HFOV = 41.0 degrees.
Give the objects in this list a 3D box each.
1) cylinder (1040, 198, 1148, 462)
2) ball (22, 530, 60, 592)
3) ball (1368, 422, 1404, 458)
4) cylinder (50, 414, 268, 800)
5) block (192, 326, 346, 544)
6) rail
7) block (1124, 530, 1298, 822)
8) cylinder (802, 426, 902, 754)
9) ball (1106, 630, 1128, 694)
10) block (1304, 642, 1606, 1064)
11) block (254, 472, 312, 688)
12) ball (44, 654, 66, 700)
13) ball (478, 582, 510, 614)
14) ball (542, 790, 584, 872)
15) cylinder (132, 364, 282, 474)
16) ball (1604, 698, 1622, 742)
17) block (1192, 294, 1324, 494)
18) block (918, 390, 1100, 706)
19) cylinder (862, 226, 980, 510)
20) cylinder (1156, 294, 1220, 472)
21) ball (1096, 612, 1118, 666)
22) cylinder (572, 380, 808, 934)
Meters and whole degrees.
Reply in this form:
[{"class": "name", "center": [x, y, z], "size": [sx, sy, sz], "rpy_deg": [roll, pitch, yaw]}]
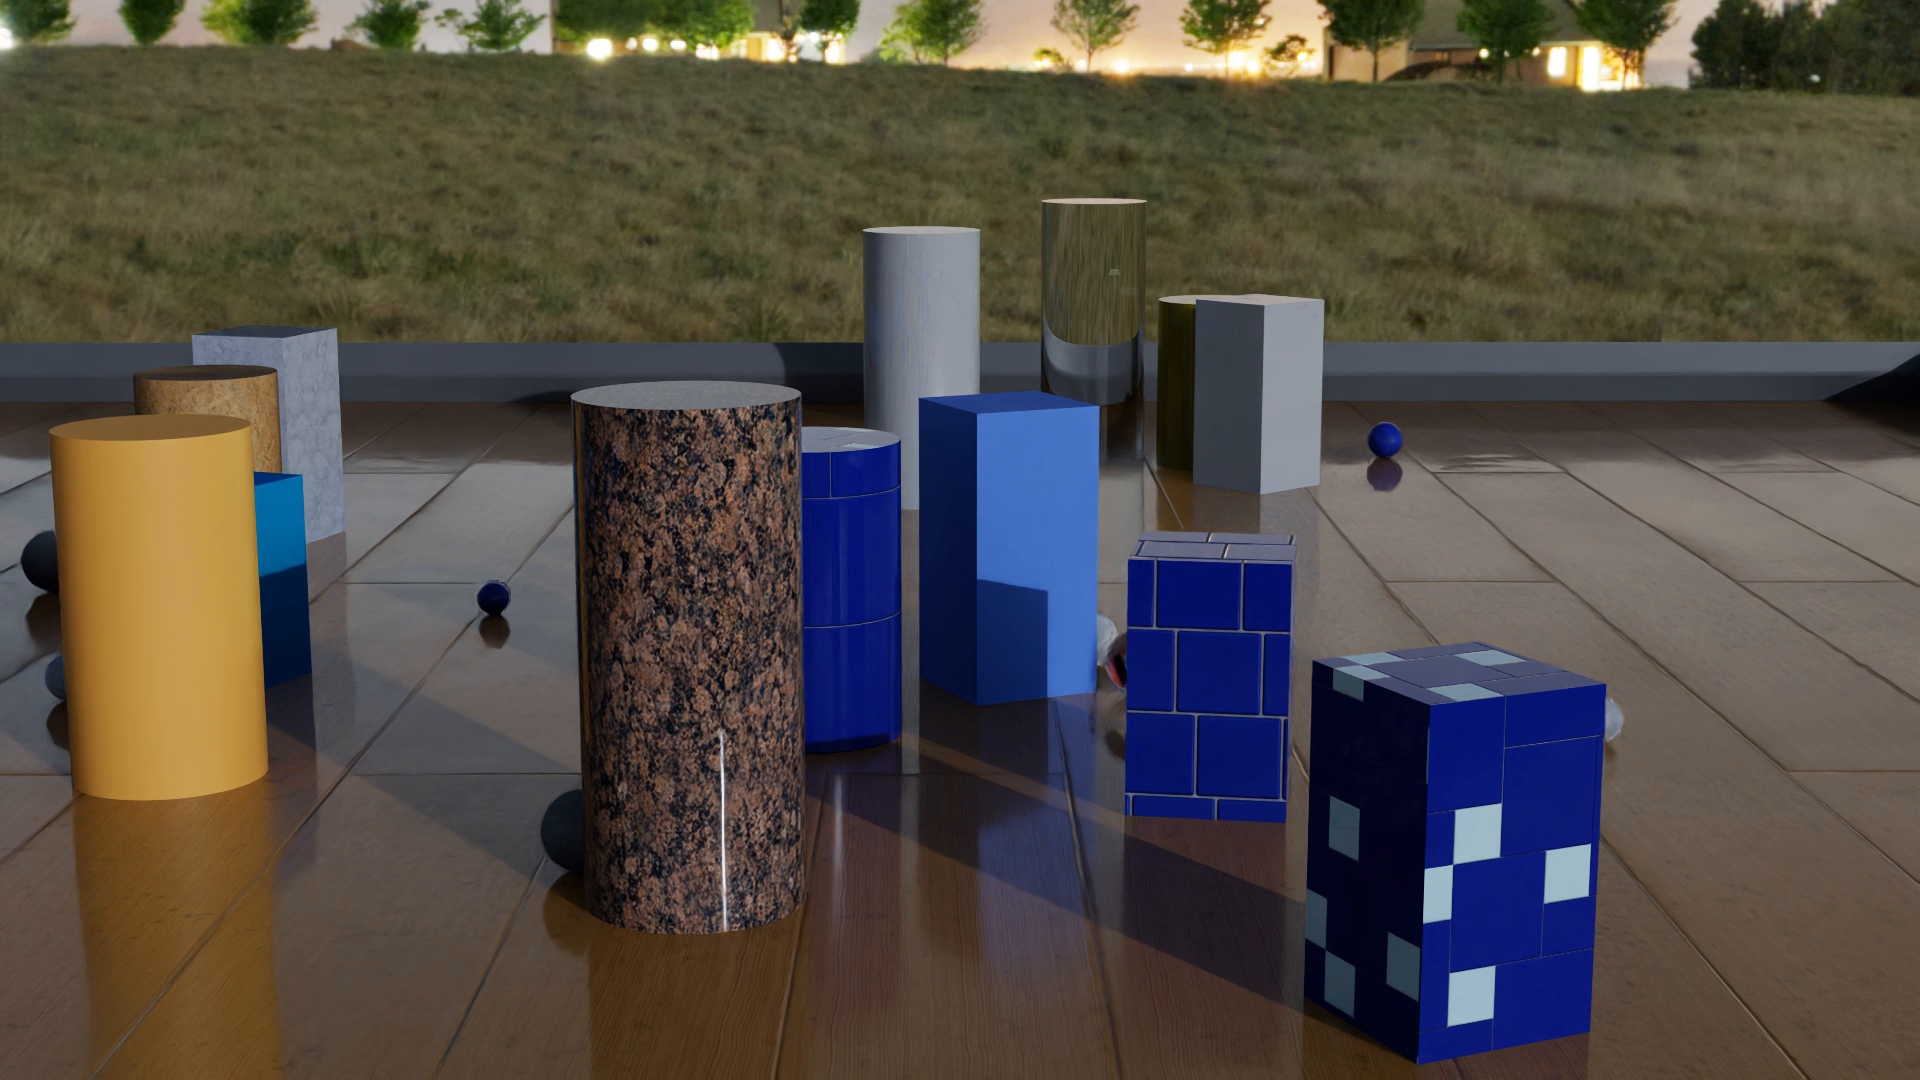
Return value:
[{"class": "cylinder", "center": [0.249, -0.395, 4.804], "size": [0.196, 0.476, 0.196], "rpy_deg": [0, 11, 0]}, {"class": "ball", "center": [-1.268, 0.029, 3.589], "size": [0.085, 0.085, 0.085], "rpy_deg": [0, 11, 0]}, {"class": "ball", "center": [0.797, -0.187, 4.807], "size": [0.067, 0.067, 0.067], "rpy_deg": [0, 11, 0]}, {"class": "cylinder", "center": [-0.820, 0.064, 2.635], "size": [0.196, 0.364, 0.196], "rpy_deg": [0, 11, 0]}, {"class": "block", "center": [-1.070, -0.163, 3.980], "size": [0.157, 0.321, 0.157], "rpy_deg": [3, 11, 16]}, {"class": "rail", "center": [-0.013, -0.363, 5.585], "size": [4.287, 0.127, 0.045], "rpy_deg": [0, 11, 0]}, {"class": "block", "center": [0.252, 0.133, 2.561], "size": [0.157, 0.256, 0.157], "rpy_deg": [2, 11, 9]}, {"class": "cylinder", "center": [-0.162, 0.051, 2.811], "size": [0.196, 0.326, 0.196], "rpy_deg": [0, 11, 0]}, {"class": "ball", "center": [0.210, 0.143, 2.990], "size": [0.081, 0.081, 0.081], "rpy_deg": [0, 11, 0]}, {"class": "block", "center": [0.376, 0.234, 1.970], "size": [0.157, 0.273, 0.157], "rpy_deg": [-5, 12, -24]}, {"class": "block", "center": [-0.889, 0.049, 3.051], "size": [0.157, 0.243, 0.157], "rpy_deg": [4, 11, 22]}, {"class": "ball", "center": [-1.032, 0.159, 2.974], "size": [0.054, 0.054, 0.054], "rpy_deg": [0, 11, 0]}, {"class": "ball", "center": [-0.626, 0.078, 3.441], "size": [0.043, 0.043, 0.043], "rpy_deg": [0, 11, 0]}, {"class": "ball", "center": [-0.344, 0.265, 2.343], "size": [0.075, 0.075, 0.075], "rpy_deg": [0, 11, 0]}, {"class": "cylinder", "center": [-1.064, -0.090, 3.646], "size": [0.196, 0.298, 0.196], "rpy_deg": [0, 11, 0]}, {"class": "ball", "center": [0.694, 0.195, 2.789], "size": [0.051, 0.051, 0.051], "rpy_deg": [0, 11, 0]}, {"class": "block", "center": [0.520, -0.258, 4.480], "size": [0.157, 0.325, 0.157], "rpy_deg": [-9, 14, -41]}, {"class": "block", "center": [0.056, 0.005, 3.023], "size": [0.157, 0.339, 0.157], "rpy_deg": [-5, 12, -25]}, {"class": "cylinder", "center": [-0.064, -0.292, 4.309], "size": [0.196, 0.455, 0.196], "rpy_deg": [0, 11, 0]}, {"class": "cylinder", "center": [0.461, -0.290, 4.714], "size": [0.196, 0.303, 0.196], "rpy_deg": [0, 11, 0]}, {"class": "ball", "center": [0.160, 0.120, 3.144], "size": [0.068, 0.068, 0.068], "rpy_deg": [0, 11, 0]}, {"class": "cylinder", "center": [-0.234, 0.096, 2.232], "size": [0.196, 0.448, 0.196], "rpy_deg": [0, 11, 0]}]
